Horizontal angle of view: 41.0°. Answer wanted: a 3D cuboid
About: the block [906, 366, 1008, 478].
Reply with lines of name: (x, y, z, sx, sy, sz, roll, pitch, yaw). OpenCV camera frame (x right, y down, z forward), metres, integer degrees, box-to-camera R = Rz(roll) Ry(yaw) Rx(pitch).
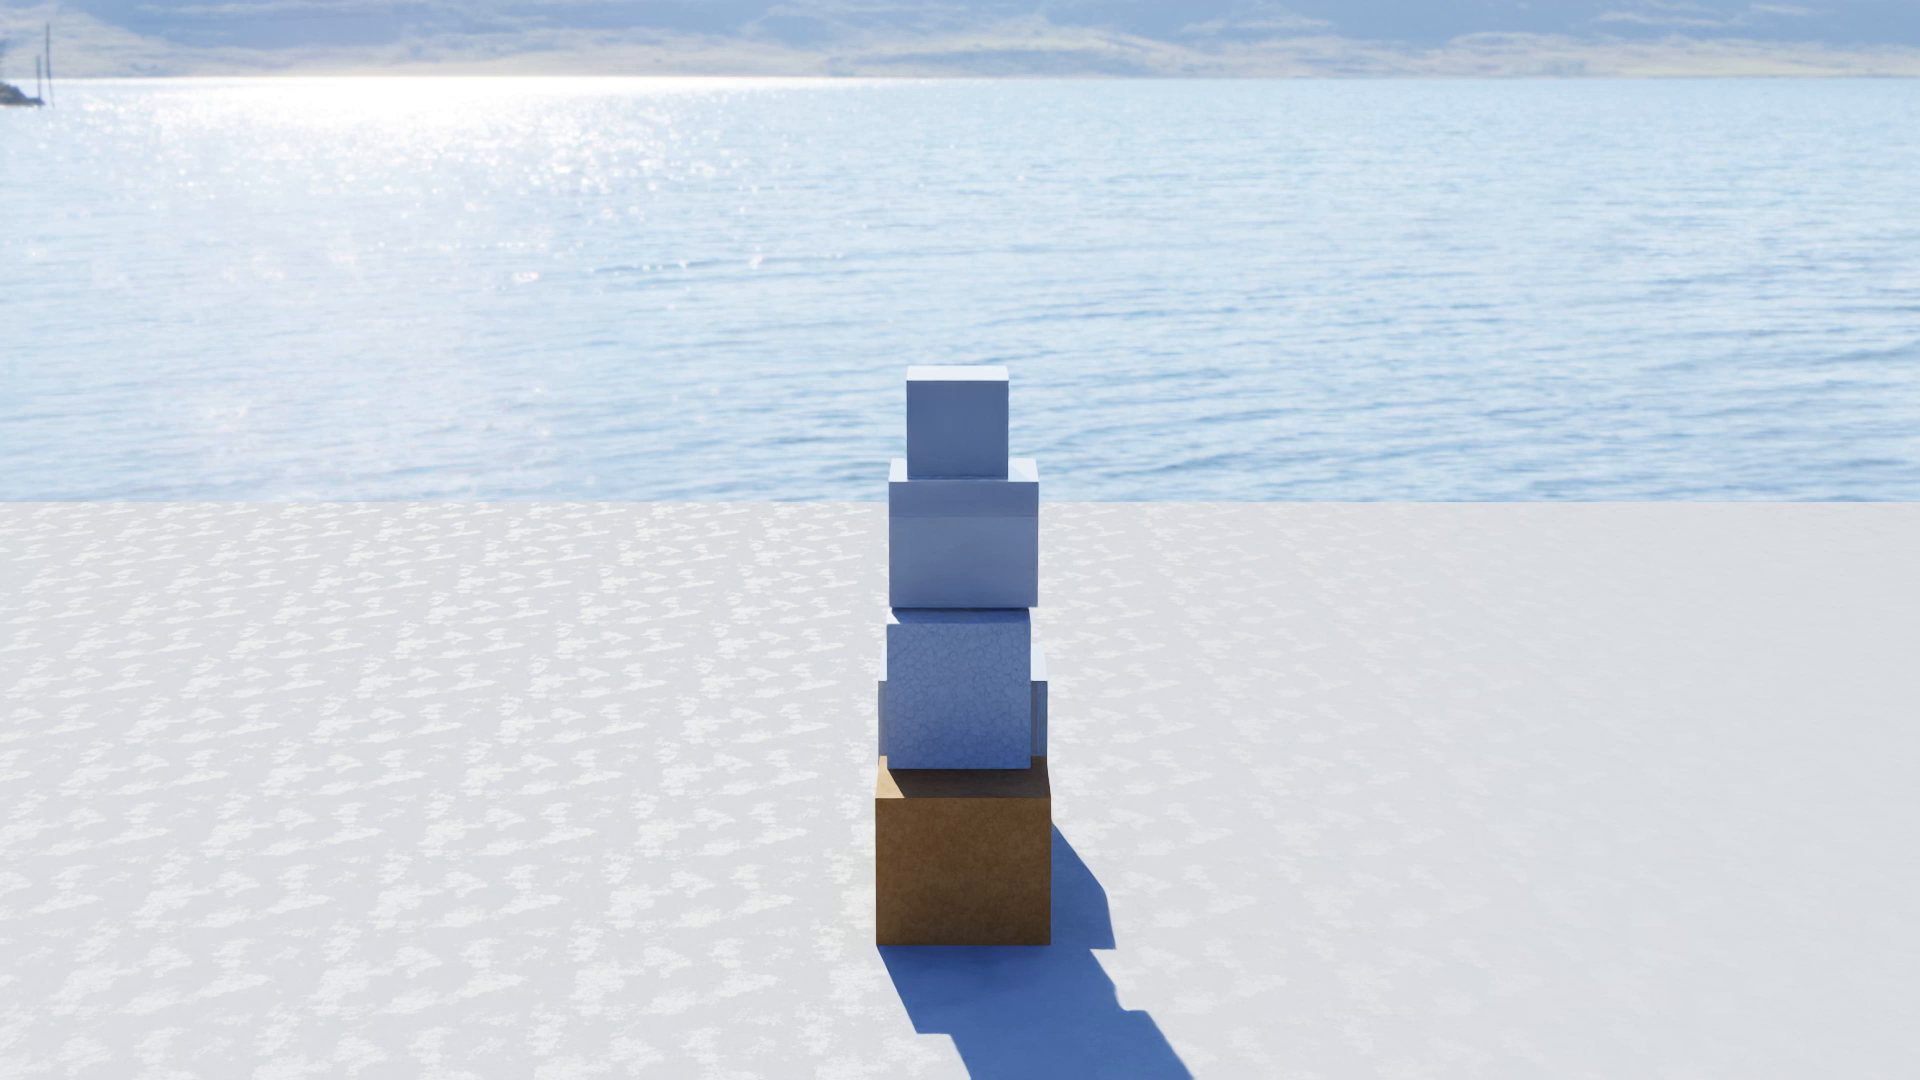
block: (-0.010, -0.511, 11.064, 0.432, 0.422, 0.451, 0, 12, 0)

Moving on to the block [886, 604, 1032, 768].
block: (-0.005, 0.604, 11.026, 0.603, 0.622, 0.586, 0, 10, 0)

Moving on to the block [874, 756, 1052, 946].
block: (0.013, 1.290, 10.732, 0.713, 0.622, 0.649, 0, 10, 0)

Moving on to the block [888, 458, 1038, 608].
block: (0.016, -0.037, 11.161, 0.635, 0.546, 0.578, 0, 12, 0)

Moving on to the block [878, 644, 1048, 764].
block: (0.013, 0.965, 11.984, 0.766, 0.814, 0.755, 0, 10, 0)
